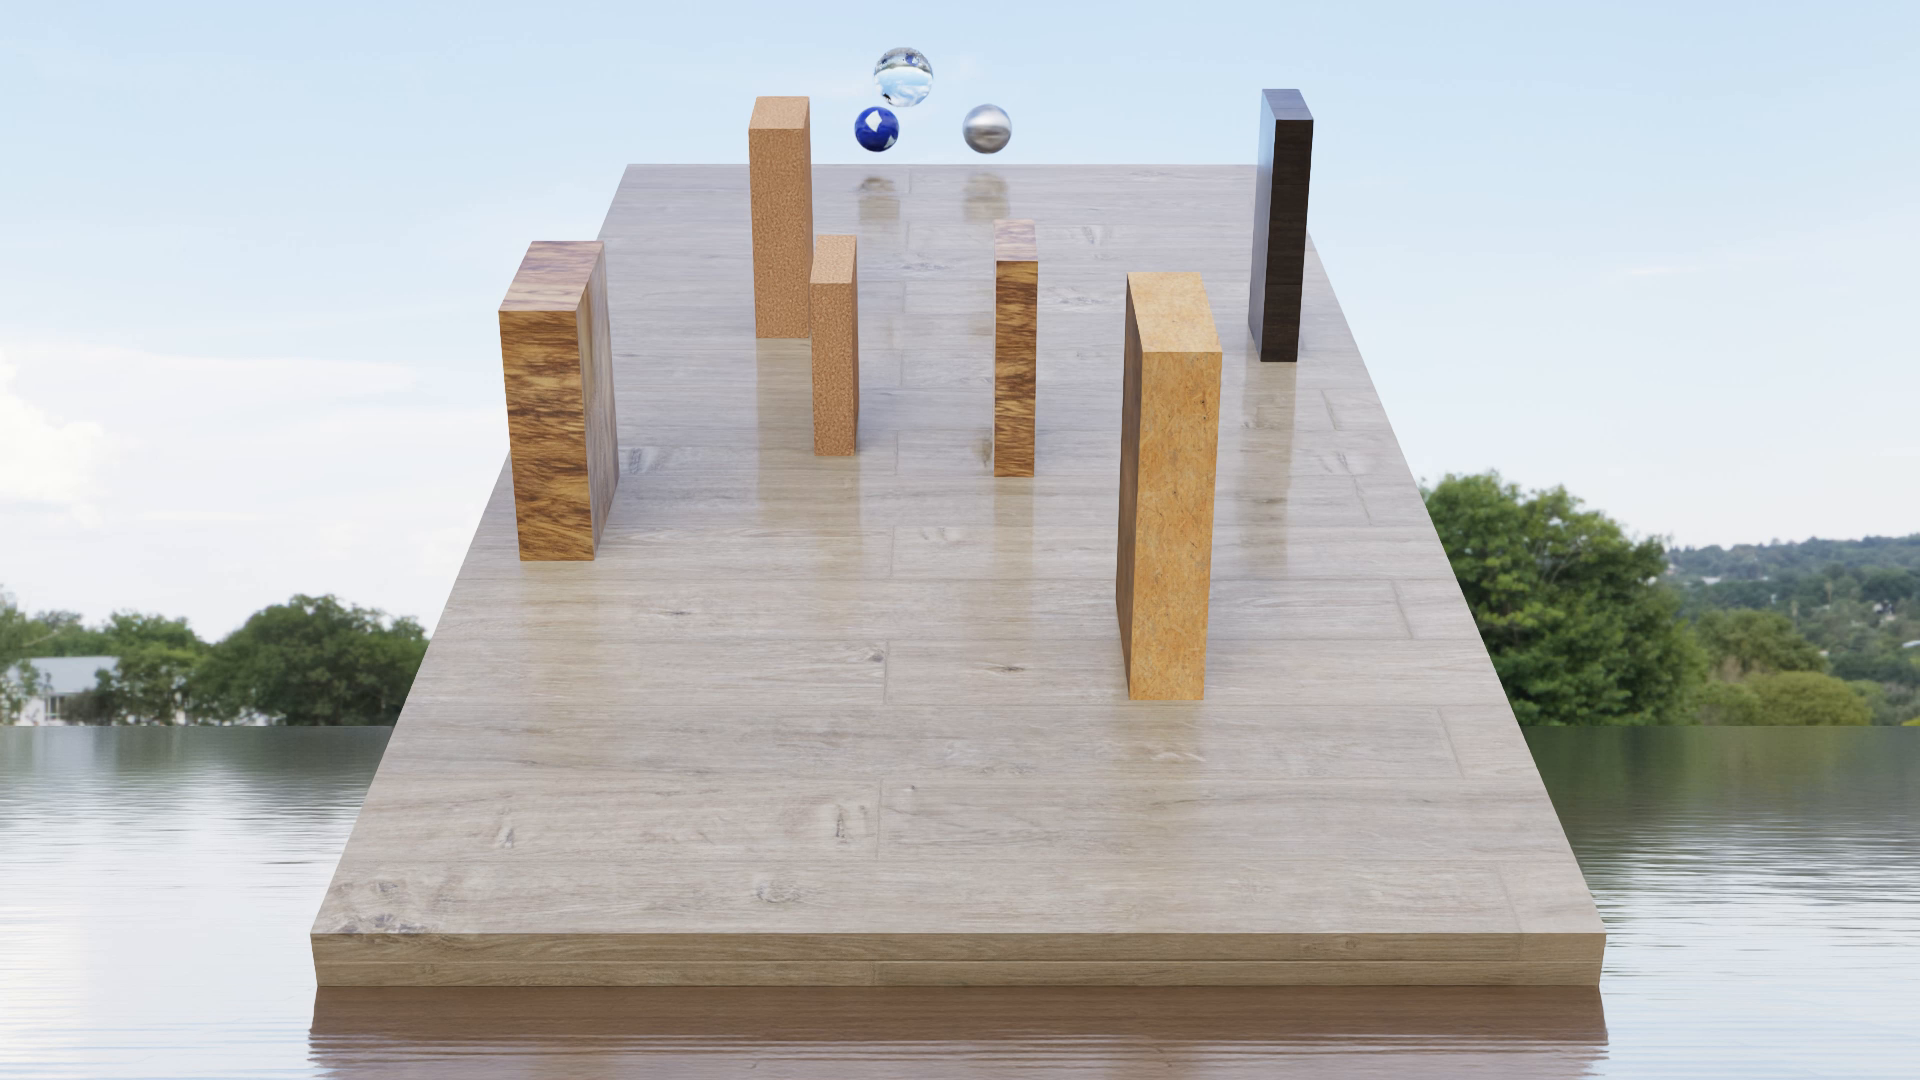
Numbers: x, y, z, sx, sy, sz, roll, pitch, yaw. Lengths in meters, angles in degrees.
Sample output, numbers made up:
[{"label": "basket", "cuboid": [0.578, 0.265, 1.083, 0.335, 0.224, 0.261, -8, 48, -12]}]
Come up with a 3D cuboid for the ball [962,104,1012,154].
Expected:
[{"label": "ball", "cuboid": [0.083, -1.254, 7.195, 0.153, 0.153, 0.153, 0, -4, 0]}]

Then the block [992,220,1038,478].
[{"label": "block", "cuboid": [0.118, -0.421, 5.167, 0.087, 0.498, 0.274, 0, 26, 0]}]

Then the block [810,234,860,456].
[{"label": "block", "cuboid": [-0.280, -0.441, 5.309, 0.089, 0.407, 0.324, 0, 26, 0]}]

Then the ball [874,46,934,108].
[{"label": "ball", "cuboid": [-0.161, -1.317, 6.712, 0.171, 0.171, 0.171, 0, -4, 0]}]

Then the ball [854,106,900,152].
[{"label": "ball", "cuboid": [-0.253, -1.249, 7.172, 0.140, 0.140, 0.140, 0, -4, 0]}]

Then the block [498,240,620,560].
[{"label": "block", "cuboid": [-0.817, -0.291, 4.848, 0.150, 0.540, 0.415, 0, 26, 0]}]

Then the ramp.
[{"label": "ramp", "cuboid": [-0.010, -0.229, 5.452, 2.000, 0.100, 4.000, 0, 26, 0]}]

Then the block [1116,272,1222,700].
[{"label": "block", "cuboid": [0.375, -0.101, 4.311, 0.134, 0.678, 0.400, 0, 26, 0]}]

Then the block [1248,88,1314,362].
[{"label": "block", "cuboid": [0.780, -0.767, 5.753, 0.090, 0.607, 0.271, 0, 26, 0]}]

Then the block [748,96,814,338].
[{"label": "block", "cuboid": [-0.444, -0.810, 5.912, 0.132, 0.538, 0.289, 0, 26, 0]}]
